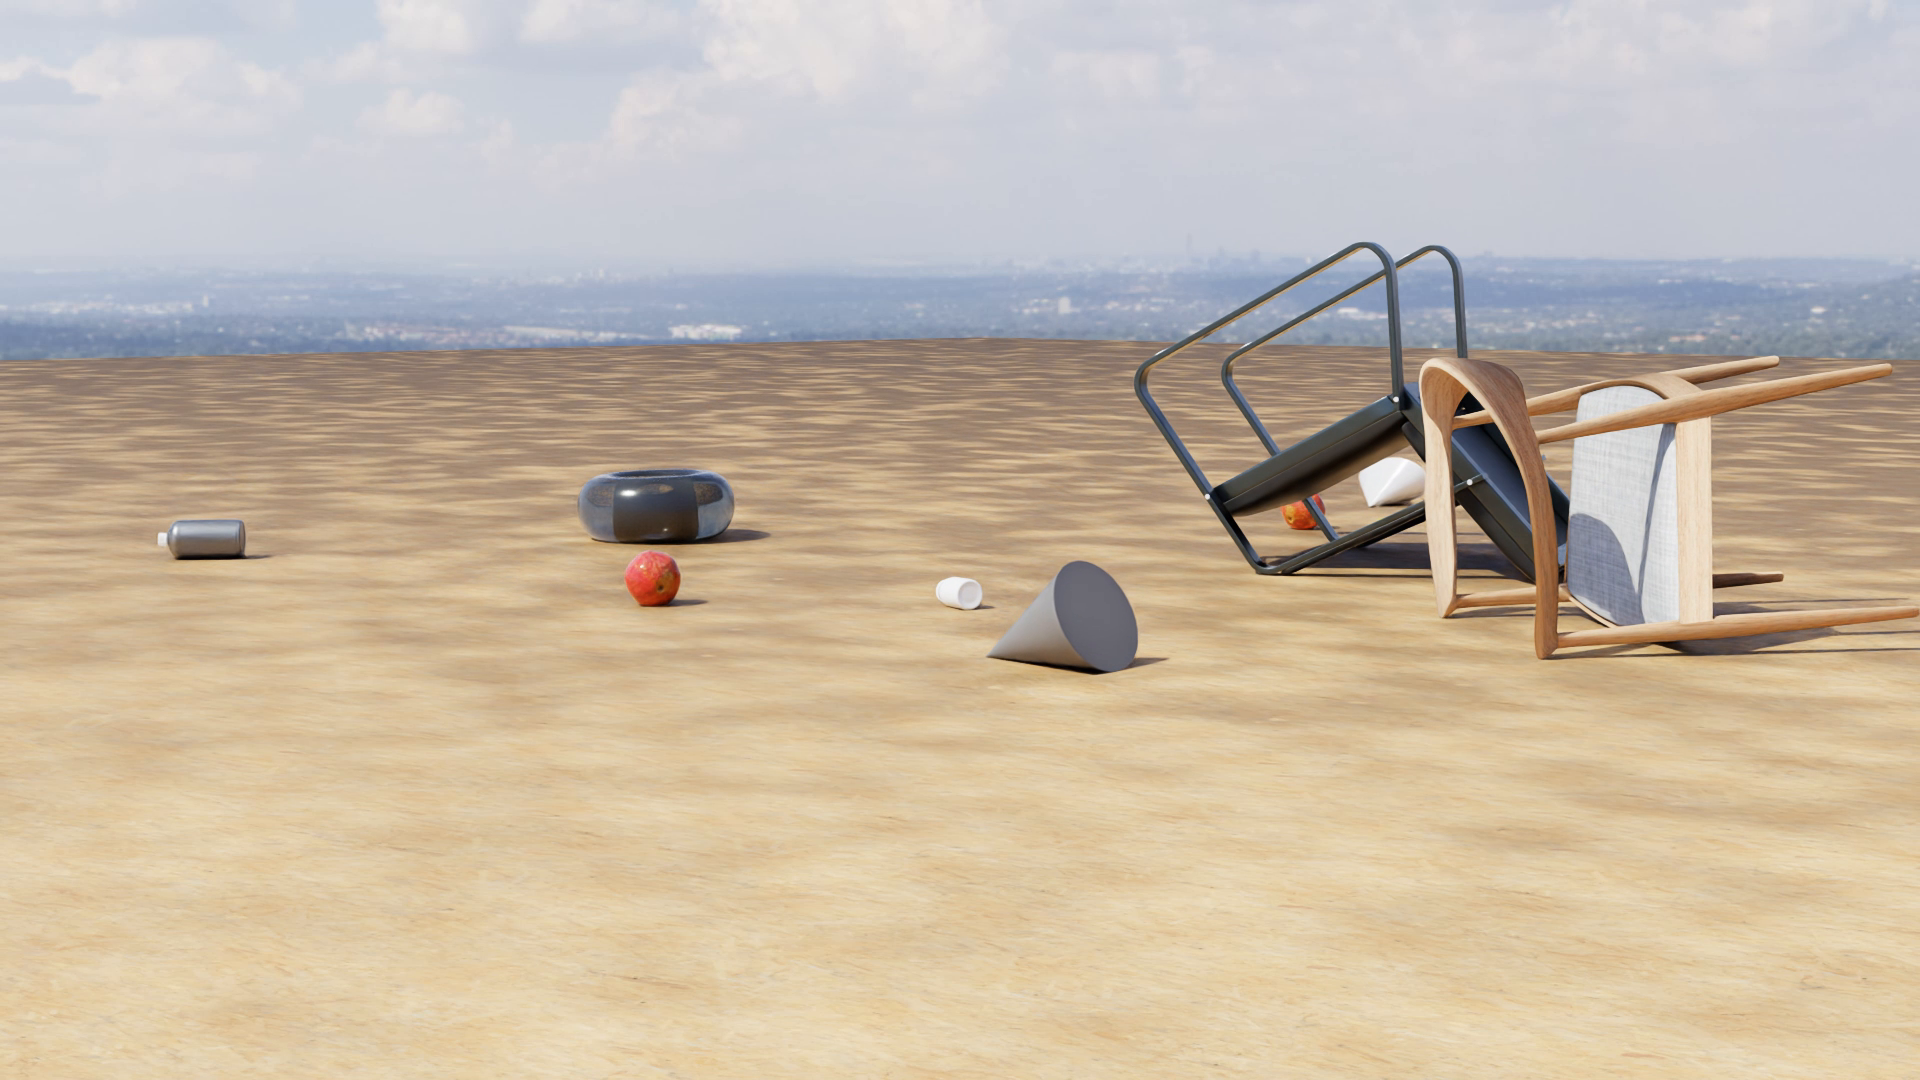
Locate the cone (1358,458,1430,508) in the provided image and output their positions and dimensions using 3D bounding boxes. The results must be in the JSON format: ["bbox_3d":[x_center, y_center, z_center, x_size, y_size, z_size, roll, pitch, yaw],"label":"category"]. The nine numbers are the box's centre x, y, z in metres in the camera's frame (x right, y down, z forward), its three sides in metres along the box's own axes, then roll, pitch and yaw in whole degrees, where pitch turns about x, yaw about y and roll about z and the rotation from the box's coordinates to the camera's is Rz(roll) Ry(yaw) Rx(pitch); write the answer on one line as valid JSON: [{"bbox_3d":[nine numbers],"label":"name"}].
[{"bbox_3d":[1.210,-0.133,7.367,0.245,0.151,0.147,-9,26,47],"label":"cone"}]

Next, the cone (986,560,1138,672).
[{"bbox_3d":[0.136,0.165,4.365,0.256,0.188,0.214,-22,-42,39],"label":"cone"}]

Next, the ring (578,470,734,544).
[{"bbox_3d":[-0.763,-0.085,6.447,0.402,0.165,0.387,3,8,38],"label":"ring"}]
